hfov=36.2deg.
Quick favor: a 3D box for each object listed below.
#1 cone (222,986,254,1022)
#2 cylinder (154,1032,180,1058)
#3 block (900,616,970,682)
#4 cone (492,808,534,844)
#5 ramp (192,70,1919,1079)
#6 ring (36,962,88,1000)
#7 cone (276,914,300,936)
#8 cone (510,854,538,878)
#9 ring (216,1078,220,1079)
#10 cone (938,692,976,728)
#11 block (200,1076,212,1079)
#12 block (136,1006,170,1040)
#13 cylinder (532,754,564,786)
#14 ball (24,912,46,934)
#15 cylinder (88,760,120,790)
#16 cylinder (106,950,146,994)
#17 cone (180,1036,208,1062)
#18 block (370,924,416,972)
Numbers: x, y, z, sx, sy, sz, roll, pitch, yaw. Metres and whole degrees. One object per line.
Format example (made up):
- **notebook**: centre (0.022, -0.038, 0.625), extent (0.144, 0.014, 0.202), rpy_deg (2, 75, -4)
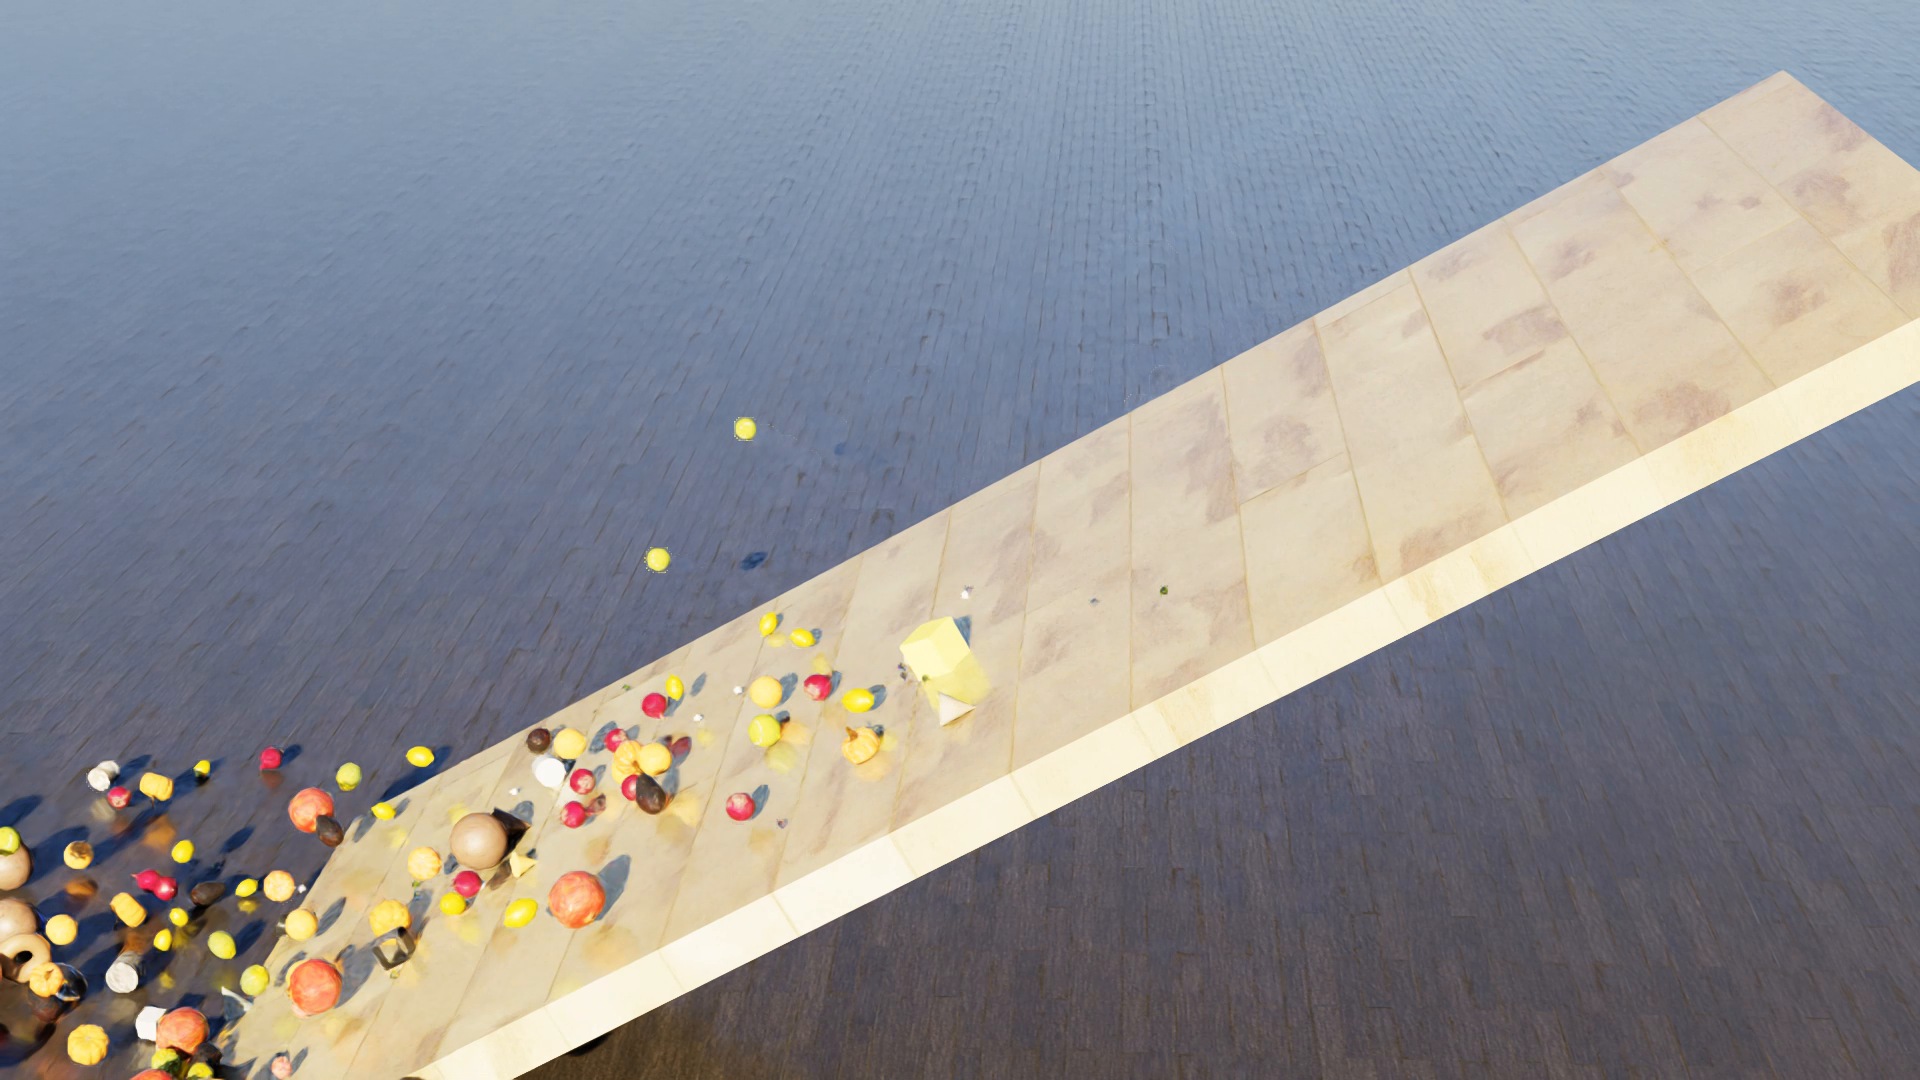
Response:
- **cone**: centre (-1.626, 1.023, 6.556), extent (0.074, 0.074, 0.074), rpy_deg (-28, 14, 8)
- **cylinder**: centre (-1.752, 1.118, 6.518), extent (0.055, 0.055, 0.055), rpy_deg (-9, -5, -26)
- **block**: centre (-0.052, 0.225, 6.094), extent (0.087, 0.087, 0.087), rpy_deg (-18, 19, 40)
- **cone**: centre (-1.010, 0.648, 6.670), extent (0.086, 0.086, 0.086), rpy_deg (-2, 18, 3)
- **ramp**: centre (0.142, 0.167, 6.283), extent (4.000, 0.100, 2.000), rpy_deg (-28, 14, 11)
- **ring**: centre (-2.069, 1.017, 6.773), extent (0.123, 0.123, 0.041), rpy_deg (4, 48, 13)
- **cone**: centre (-1.569, 0.912, 6.919), extent (0.054, 0.054, 0.054), rpy_deg (13, 22, 31)
- **cone**: centre (-0.939, 0.701, 6.378), extent (0.054, 0.054, 0.054), rpy_deg (-8, 19, -30)
- **ring**: centre (-1.456, 1.115, 5.785), extent (0.117, 0.117, 0.039), rpy_deg (5, 12, 16)
- **cone**: centre (-0.004, 0.329, 5.754), extent (0.072, 0.072, 0.072), rpy_deg (-3, 18, 0)
- **block**: centre (-1.542, 1.148, 5.947), extent (0.081, 0.081, 0.081), rpy_deg (-24, 15, 23)
- **block**: centre (-1.822, 1.091, 6.639), extent (0.051, 0.051, 0.051), rpy_deg (6, 30, 13)
- **cylinder**: centre (-0.964, 0.539, 6.891), extent (0.067, 0.067, 0.067), rpy_deg (-5, 8, -16)
- **ball**: centre (-2.255, 0.933, 7.163), extent (0.052, 0.052, 0.052), rpy_deg (0, 18, 0)
- **cylinder**: centre (-2.327, 0.639, 8.000), extent (0.062, 0.062, 0.062), rpy_deg (4, 21, 13)
- **cylinder**: centre (-1.949, 1.010, 6.877), extent (0.074, 0.074, 0.074), rpy_deg (0, 15, 1)
- **cone**: centre (-1.676, 1.112, 6.452), extent (0.057, 0.057, 0.057), rpy_deg (-5, 18, -3)
- **block**: centre (-1.206, 0.869, 6.264), extent (0.061, 0.061, 0.061), rpy_deg (-27, 15, 13)
